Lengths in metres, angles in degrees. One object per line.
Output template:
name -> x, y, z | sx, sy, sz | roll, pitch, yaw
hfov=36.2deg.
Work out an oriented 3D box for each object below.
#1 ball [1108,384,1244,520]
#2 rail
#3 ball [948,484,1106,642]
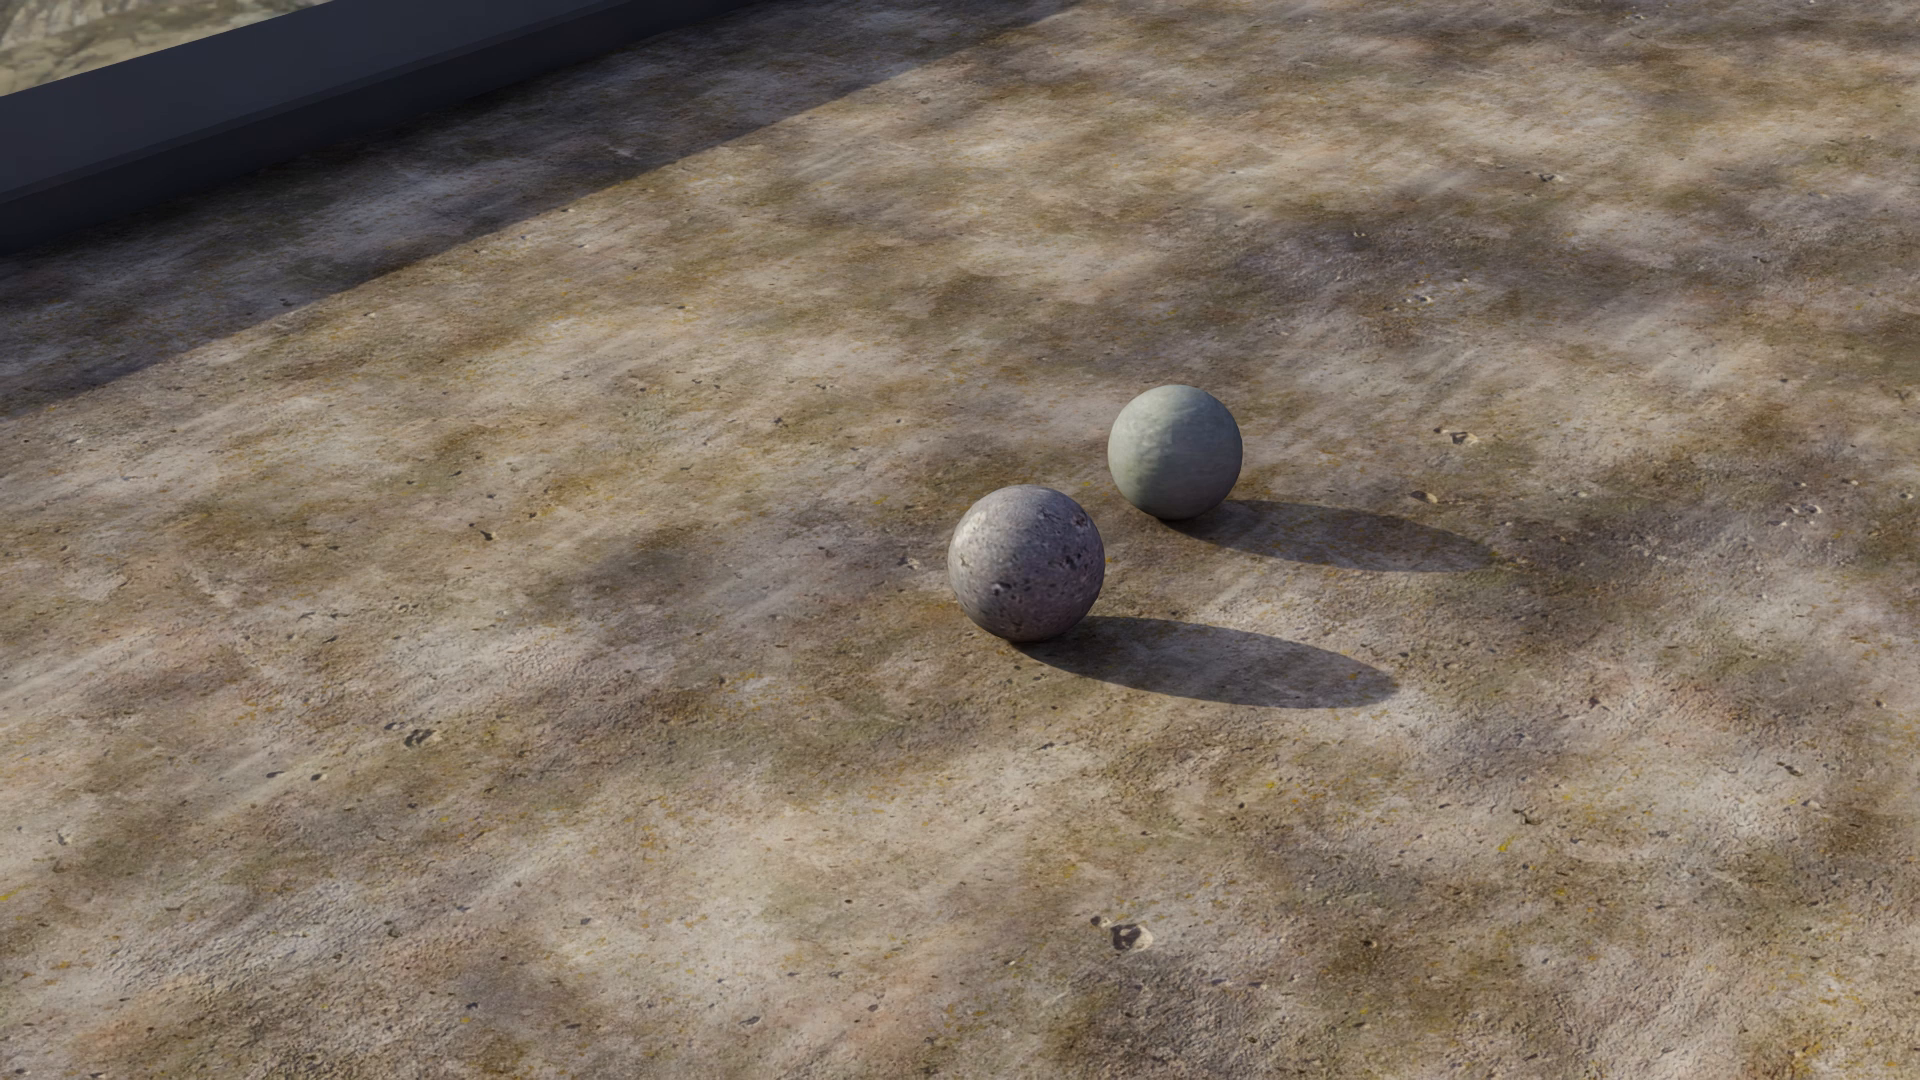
ball -> 0.139, -0.057, 1.906 | 0.088, 0.088, 0.088 | 0, 25, 0
rail -> -0.234, -0.595, 2.995 | 0.045, 0.126, 3.852 | 17, 30, 32
ball -> 0.039, 0.014, 1.750 | 0.094, 0.094, 0.094 | 0, 25, 0
